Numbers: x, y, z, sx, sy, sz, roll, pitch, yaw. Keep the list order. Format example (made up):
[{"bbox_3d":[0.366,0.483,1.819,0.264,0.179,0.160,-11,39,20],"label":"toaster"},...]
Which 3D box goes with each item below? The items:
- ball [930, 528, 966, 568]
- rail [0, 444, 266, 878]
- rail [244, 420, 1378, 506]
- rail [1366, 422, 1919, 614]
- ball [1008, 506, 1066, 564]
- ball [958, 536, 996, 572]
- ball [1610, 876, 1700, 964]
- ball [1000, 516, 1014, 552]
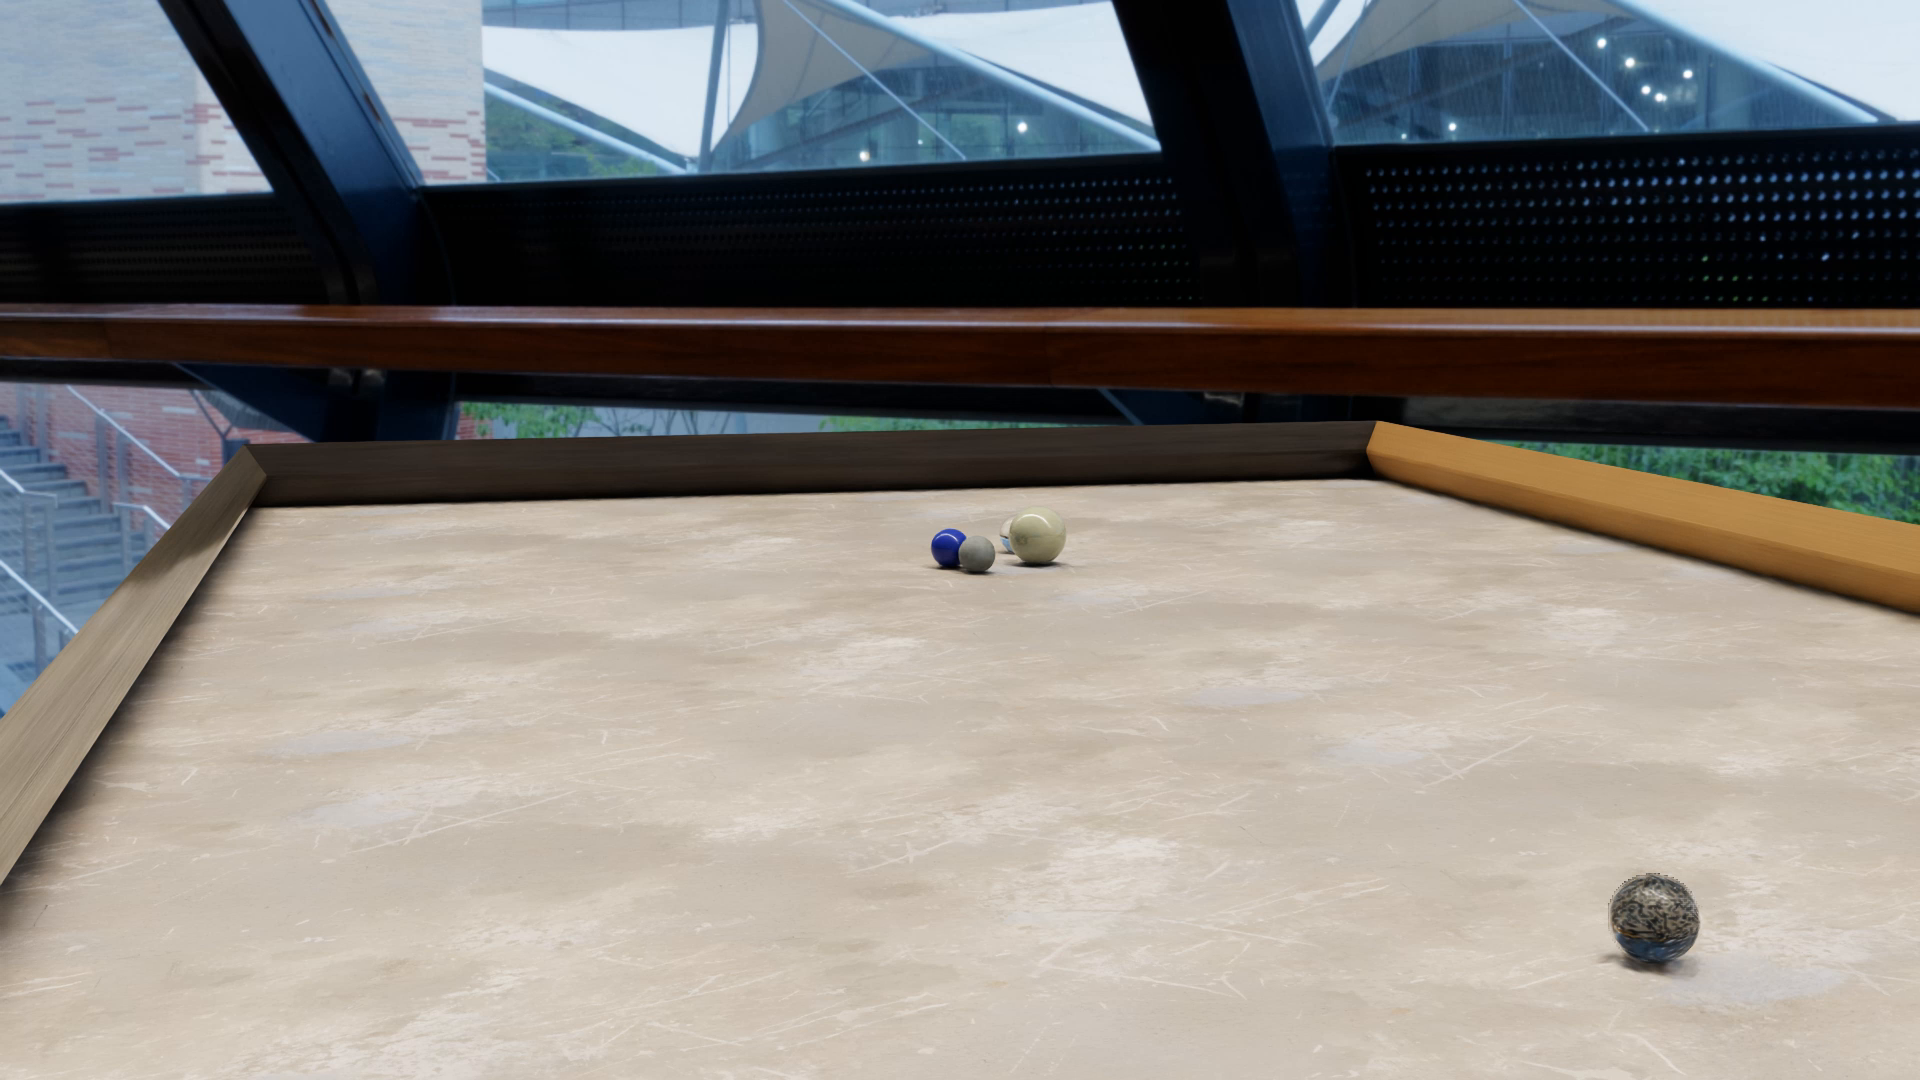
[{"bbox_3d":[-0.016,0.013,3.507,0.063,0.063,0.063,0,8,0],"label":"ball"},{"bbox_3d":[-0.893,0.146,2.317,0.045,0.122,4.092,-2,8,-13],"label":"rail"},{"bbox_3d":[-0.233,-0.160,4.534,2.377,0.122,0.045,-2,8,-13],"label":"rail"},{"bbox_3d":[1.371,0.072,2.856,0.045,0.122,4.092,-2,8,-13],"label":"rail"},{"bbox_3d":[0.125,-0.007,3.540,0.094,0.094,0.094,0,8,0],"label":"ball"},{"bbox_3d":[0.027,0.022,3.454,0.059,0.059,0.059,0,8,0],"label":"ball"},{"bbox_3d":[0.505,0.276,1.598,0.063,0.063,0.063,0,8,0],"label":"ball"},{"bbox_3d":[0.098,-0.010,3.674,0.063,0.063,0.063,0,8,0],"label":"ball"}]
